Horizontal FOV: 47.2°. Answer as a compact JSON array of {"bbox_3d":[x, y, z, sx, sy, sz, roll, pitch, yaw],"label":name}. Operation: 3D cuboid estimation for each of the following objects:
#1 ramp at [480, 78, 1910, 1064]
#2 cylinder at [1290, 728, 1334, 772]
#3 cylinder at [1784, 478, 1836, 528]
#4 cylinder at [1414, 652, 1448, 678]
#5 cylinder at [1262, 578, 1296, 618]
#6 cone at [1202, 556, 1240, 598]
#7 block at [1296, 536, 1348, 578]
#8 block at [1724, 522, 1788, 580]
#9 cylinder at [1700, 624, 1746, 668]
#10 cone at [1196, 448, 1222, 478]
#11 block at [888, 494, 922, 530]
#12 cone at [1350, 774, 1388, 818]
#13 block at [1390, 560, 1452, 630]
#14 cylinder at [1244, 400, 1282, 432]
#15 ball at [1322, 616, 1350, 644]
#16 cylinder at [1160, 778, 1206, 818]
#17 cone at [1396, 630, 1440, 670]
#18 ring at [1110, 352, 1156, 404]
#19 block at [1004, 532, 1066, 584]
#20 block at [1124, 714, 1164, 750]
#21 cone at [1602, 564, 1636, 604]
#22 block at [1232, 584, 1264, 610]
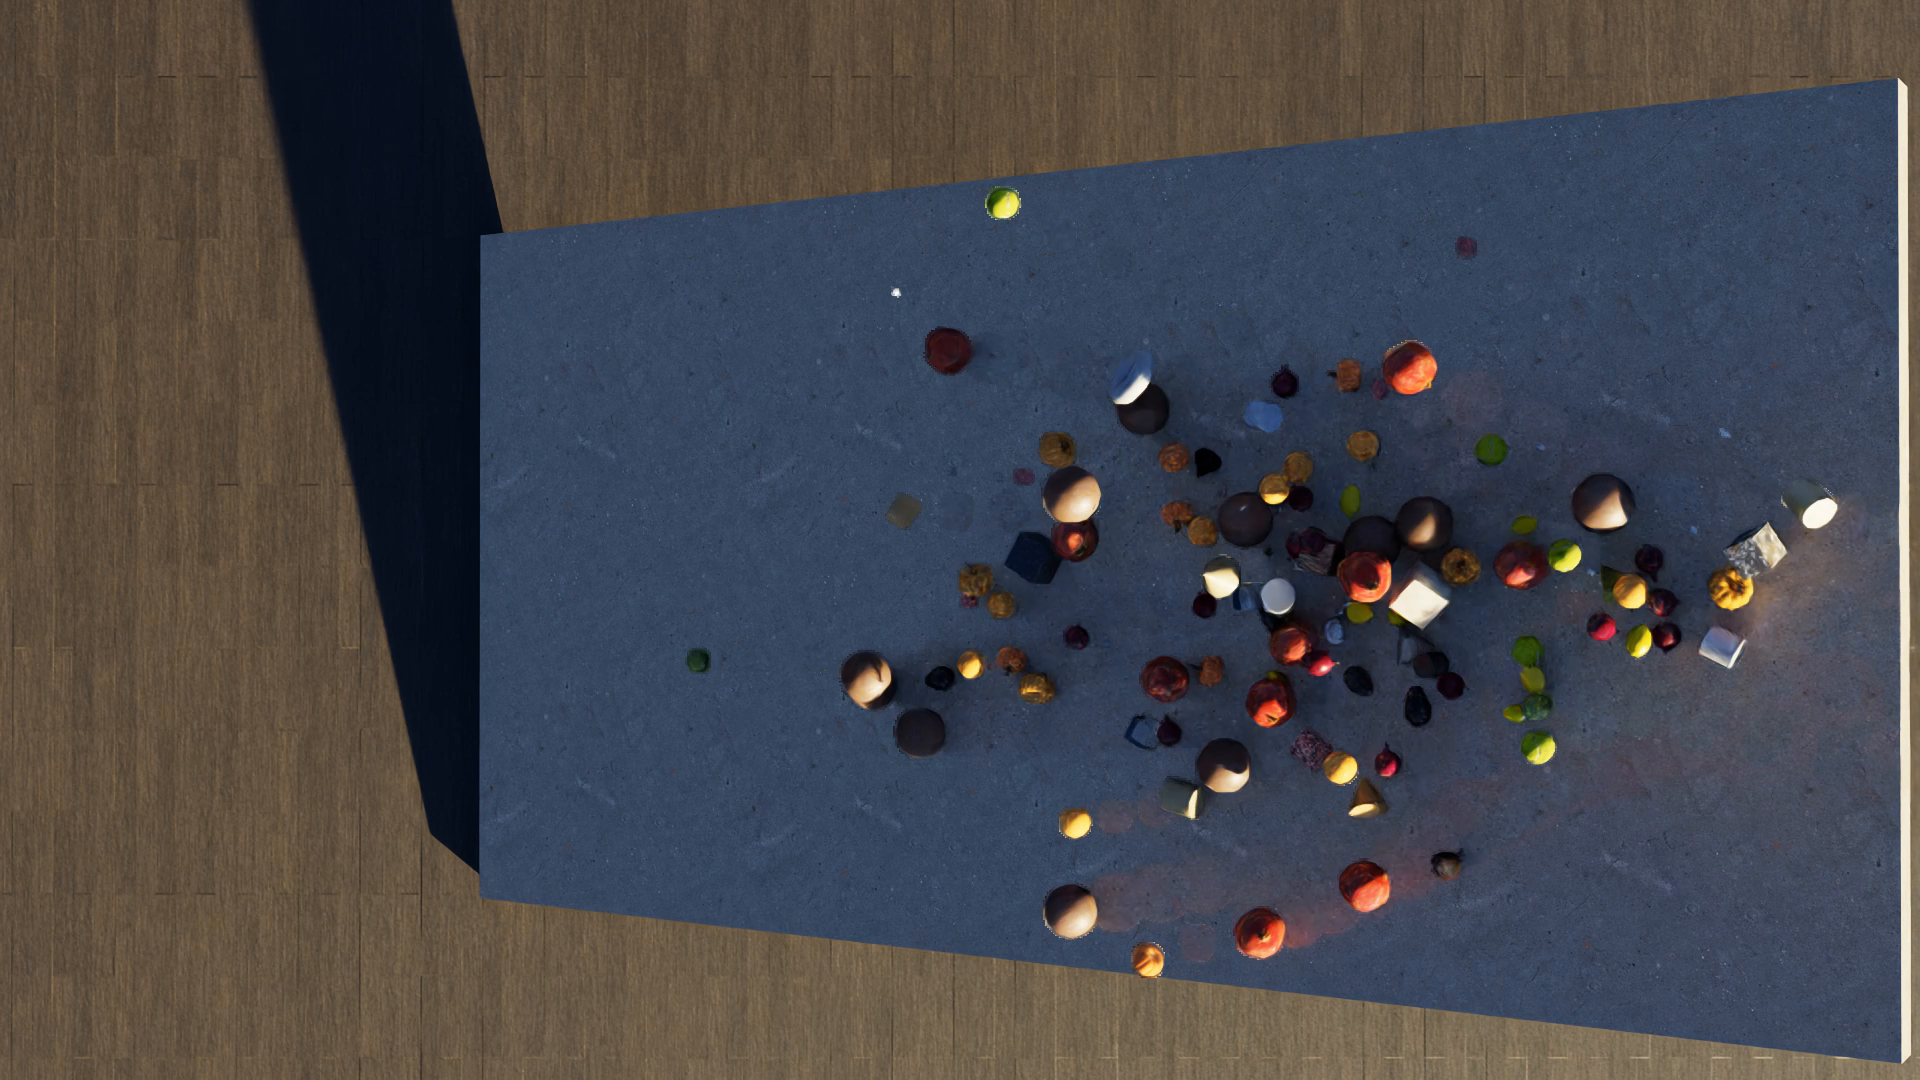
[{"bbox_3d":[0.256,0.070,5.592,4.000,0.100,2.000,0,89,33],"label":"ramp"},{"bbox_3d":[0.819,0.488,5.121,0.072,0.072,0.072,41,90,26],"label":"cylinder"},{"bbox_3d":[1.738,-0.076,4.497,0.074,0.074,0.074,-9,130,-11],"label":"cylinder"},{"bbox_3d":[1.063,0.283,4.964,0.057,0.057,0.057,-2,89,-42],"label":"cylinder"},{"bbox_3d":[0.740,0.135,5.109,0.079,0.079,0.079,-2,78,8],"label":"cylinder"},{"bbox_3d":[0.584,0.083,5.098,0.096,0.096,0.096,-3,83,31],"label":"cone"},{"bbox_3d":[0.841,0.038,5.107,0.078,0.078,0.078,18,100,32],"label":"block"},{"bbox_3d":[1.648,0.024,4.556,0.076,0.076,0.076,-32,89,-39],"label":"block"},{"bbox_3d":[1.602,0.224,4.617,0.069,0.069,0.069,30,90,29],"label":"cylinder"},{"bbox_3d":[0.586,-0.172,5.303,0.067,0.067,0.067,11,47,-12],"label":"cone"},{"bbox_3d":[-0.143,-0.074,5.671,0.062,0.062,0.062,30,78,-1],"label":"block"},{"bbox_3d":[0.932,0.579,5.049,0.091,0.091,0.091,-5,61,0],"label":"cone"},{"bbox_3d":[1.032,0.123,4.929,0.093,0.093,0.093,35,122,-3],"label":"block"},{"bbox_3d":[0.711,-0.290,5.155,0.067,0.067,0.067,-3,100,-20],"label":"cylinder"},{"bbox_3d":[0.871,0.209,5.089,0.062,0.062,0.062,0,90,0],"label":"ball"},{"bbox_3d":[0.538,0.622,5.295,0.080,0.080,0.080,15,89,35],"label":"cylinder"},{"bbox_3d":[1.046,0.244,4.994,0.094,0.094,0.094,-7,89,23],"label":"cone"},{"bbox_3d":[0.411,-0.388,5.255,0.048,0.144,0.144,33,90,-20],"label":"ring"},{"bbox_3d":[0.189,0.045,5.521,0.093,0.093,0.093,35,108,28],"label":"block"},{"bbox_3d":[0.450,0.470,5.367,0.061,0.061,0.061,34,107,29],"label":"block"},{"bbox_3d":[1.408,0.080,4.758,0.080,0.080,0.080,-23,48,0],"label":"cone"},{"bbox_3d":[0.688,0.136,5.217,0.058,0.058,0.058,-5,87,33],"label":"block"}]
